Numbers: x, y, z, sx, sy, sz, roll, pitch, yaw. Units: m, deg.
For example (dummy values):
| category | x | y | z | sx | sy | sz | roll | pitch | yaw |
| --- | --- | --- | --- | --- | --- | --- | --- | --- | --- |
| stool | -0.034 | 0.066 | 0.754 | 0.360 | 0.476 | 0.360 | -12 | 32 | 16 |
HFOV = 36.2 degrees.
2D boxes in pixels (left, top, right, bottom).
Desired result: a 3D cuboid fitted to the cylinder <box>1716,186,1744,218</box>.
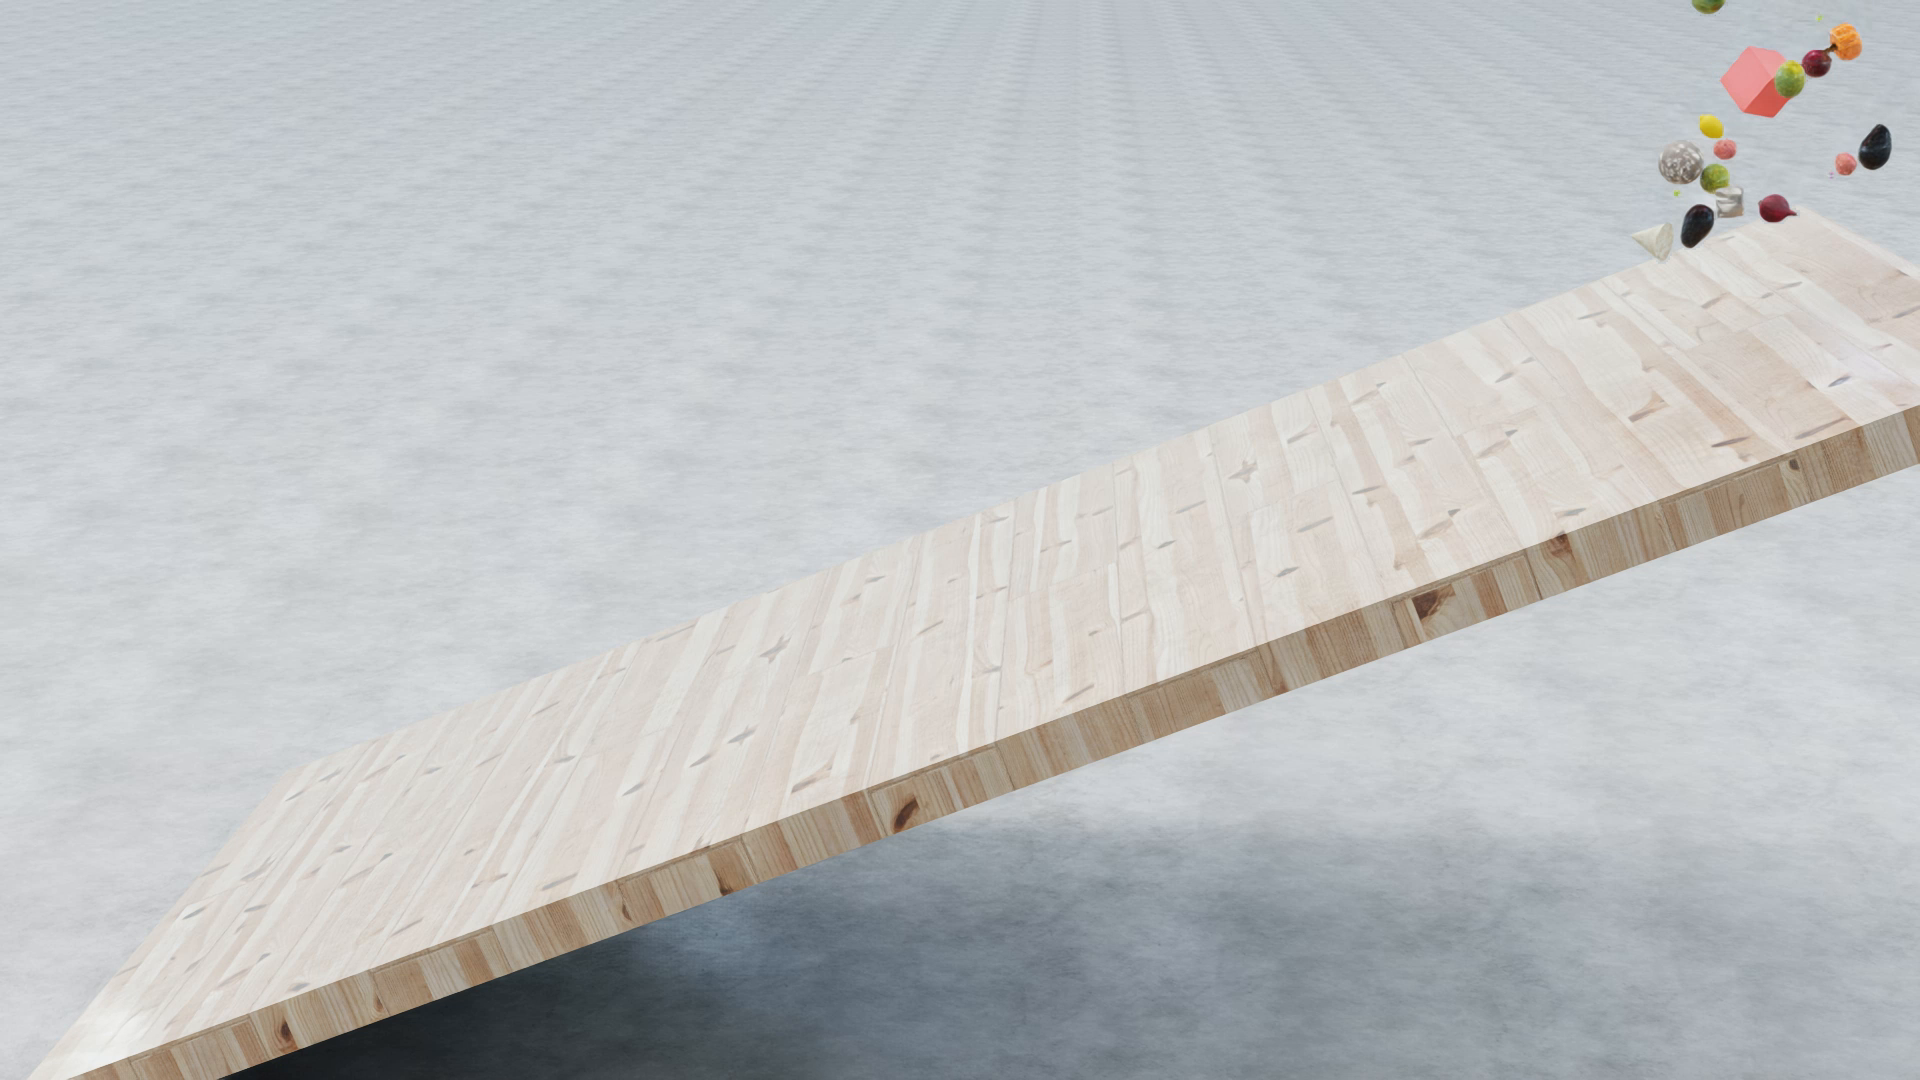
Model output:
| category | x | y | z | sx | sy | sz | roll | pitch | yaw |
| --- | --- | --- | --- | --- | --- | --- | --- | --- | --- |
| cylinder | 1.550 | -0.680 | 5.919 | 0.053 | 0.053 | 0.053 | -8 | 15 | 2 |

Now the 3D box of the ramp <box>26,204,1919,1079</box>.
| category | x | y | z | sx | sy | sz | roll | pitch | yaw |
| --- | --- | --- | --- | --- | --- | --- | --- | --- | --- |
| ramp | 0.121 | 0.174 | 6.292 | 4.000 | 0.100 | 2.000 | -20 | 12 | 7 |

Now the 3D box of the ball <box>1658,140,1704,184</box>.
| category | x | y | z | sx | sy | sz | roll | pitch | yaw |
| --- | --- | --- | --- | --- | --- | --- | --- | --- | --- |
| ball | 1.474 | -0.772 | 6.011 | 0.092 | 0.092 | 0.092 | 0 | 14 | 0 |

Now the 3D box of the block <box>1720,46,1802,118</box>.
| category | x | y | z | sx | sy | sz | roll | pitch | yaw |
| --- | --- | --- | --- | --- | --- | --- | --- | --- | --- |
| block | 1.598 | -0.914 | 5.867 | 0.094 | 0.094 | 0.094 | 2 | 49 | -35 |

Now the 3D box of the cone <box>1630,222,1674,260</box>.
| category | x | y | z | sx | sy | sz | roll | pitch | yaw |
| --- | --- | --- | --- | --- | --- | --- | --- | --- | --- |
| cone | 1.449 | -0.636 | 6.205 | 0.082 | 0.082 | 0.082 | 15 | 20 | 37 |
